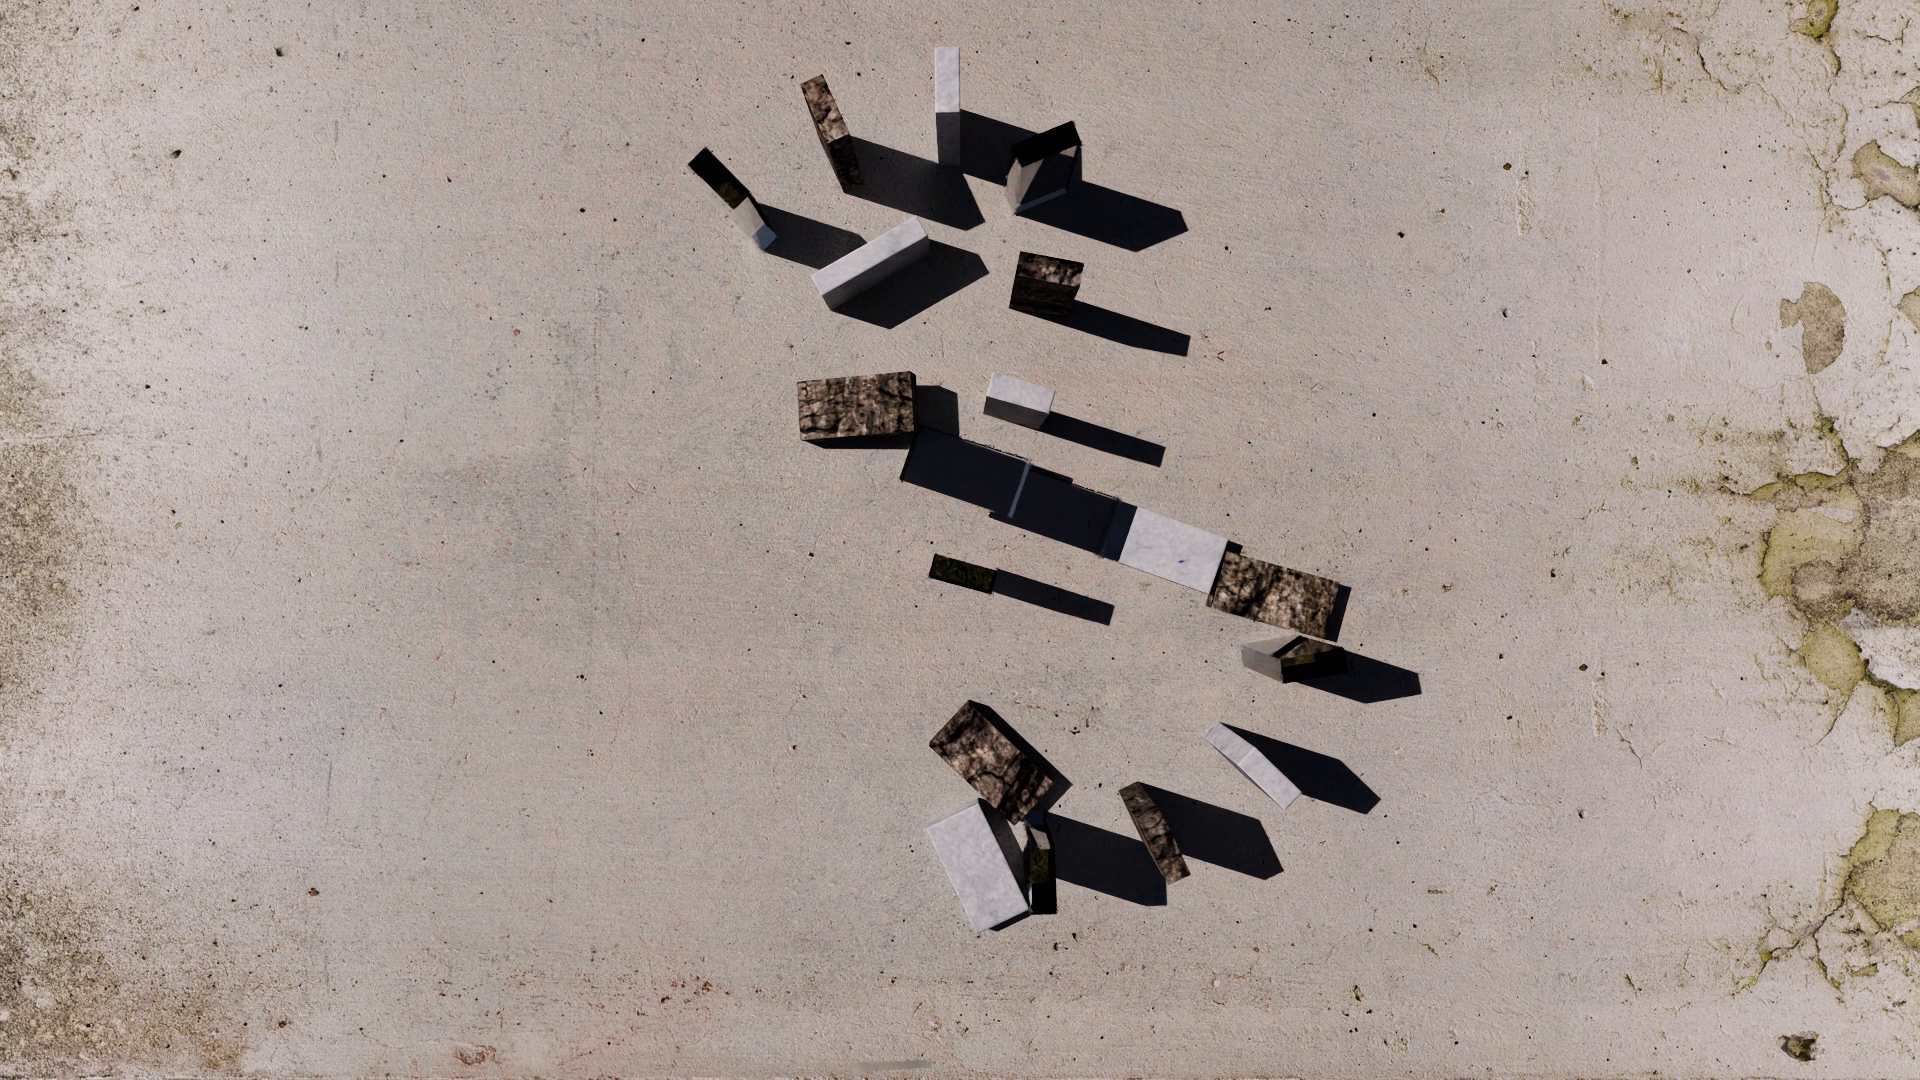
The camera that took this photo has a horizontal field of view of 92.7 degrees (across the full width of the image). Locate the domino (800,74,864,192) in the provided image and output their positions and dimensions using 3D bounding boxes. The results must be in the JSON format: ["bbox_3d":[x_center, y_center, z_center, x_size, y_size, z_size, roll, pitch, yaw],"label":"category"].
[{"bbox_3d":[-0.052,-0.165,0.375,0.010,0.050,0.025,-25,90,0],"label":"domino"}]

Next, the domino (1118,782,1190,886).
[{"bbox_3d":[0.079,0.119,0.375,0.009,0.050,0.025,-26,90,0],"label":"domino"}]

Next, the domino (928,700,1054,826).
[{"bbox_3d":[0.013,0.096,0.395,0.050,0.009,0.025,43,90,0],"label":"domino"}]

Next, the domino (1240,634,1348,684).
[{"bbox_3d":[0.135,0.048,0.375,0.025,0.050,0.010,-10,90,0],"label":"domino"}]

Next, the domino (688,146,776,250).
[{"bbox_3d":[-0.092,-0.138,0.375,0.009,0.050,0.025,-45,90,0],"label":"domino"}]

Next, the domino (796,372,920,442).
[{"bbox_3d":[-0.043,-0.057,0.391,0.050,0.010,0.025,-3,90,11],"label":"domino"}]

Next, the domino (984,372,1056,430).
[{"bbox_3d":[0.023,-0.056,0.375,0.025,0.050,0.010,16,90,0],"label":"domino"}]

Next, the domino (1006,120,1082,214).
[{"bbox_3d":[0.033,-0.151,0.375,0.025,0.050,0.009,-22,90,0],"label":"domino"}]

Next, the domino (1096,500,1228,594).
[{"bbox_3d":[0.087,0.003,0.395,0.050,0.009,0.025,20,90,0],"label":"domino"}]

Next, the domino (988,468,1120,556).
[{"bbox_3d":[0.040,-0.013,0.391,0.050,0.009,0.025,19,90,11],"label":"domino"}]

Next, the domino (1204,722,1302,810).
[{"bbox_3d":[0.118,0.091,0.375,0.025,0.050,0.009,44,90,0],"label":"domino"}]

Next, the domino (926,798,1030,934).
[{"bbox_3d":[0.008,0.140,0.395,0.025,0.009,0.050,-26,90,0],"label":"domino"}]

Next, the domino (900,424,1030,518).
[{"bbox_3d":[0.002,-0.029,0.390,0.050,0.009,0.025,19,90,13],"label":"domino"}]

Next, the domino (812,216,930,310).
[{"bbox_3d":[-0.037,-0.116,0.388,0.050,0.025,0.009,-30,90,0],"label":"domino"}]

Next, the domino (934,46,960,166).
[{"bbox_3d":[-0.005,-0.176,0.375,0.010,0.050,0.025,0,90,0],"label":"domino"}]

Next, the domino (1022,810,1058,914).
[{"bbox_3d":[0.032,0.131,0.375,0.009,0.050,0.025,-2,90,0],"label":"domino"}]

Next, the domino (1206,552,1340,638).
[{"bbox_3d":[0.135,0.023,0.395,0.050,0.009,0.025,15,90,0],"label":"domino"}]

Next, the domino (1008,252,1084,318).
[{"bbox_3d":[0.034,-0.103,0.375,0.025,0.050,0.009,11,90,0],"label":"domino"}]

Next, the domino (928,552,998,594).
[{"bbox_3d":[0.001,0.013,0.375,0.025,0.050,0.009,15,90,0],"label":"domino"}]
